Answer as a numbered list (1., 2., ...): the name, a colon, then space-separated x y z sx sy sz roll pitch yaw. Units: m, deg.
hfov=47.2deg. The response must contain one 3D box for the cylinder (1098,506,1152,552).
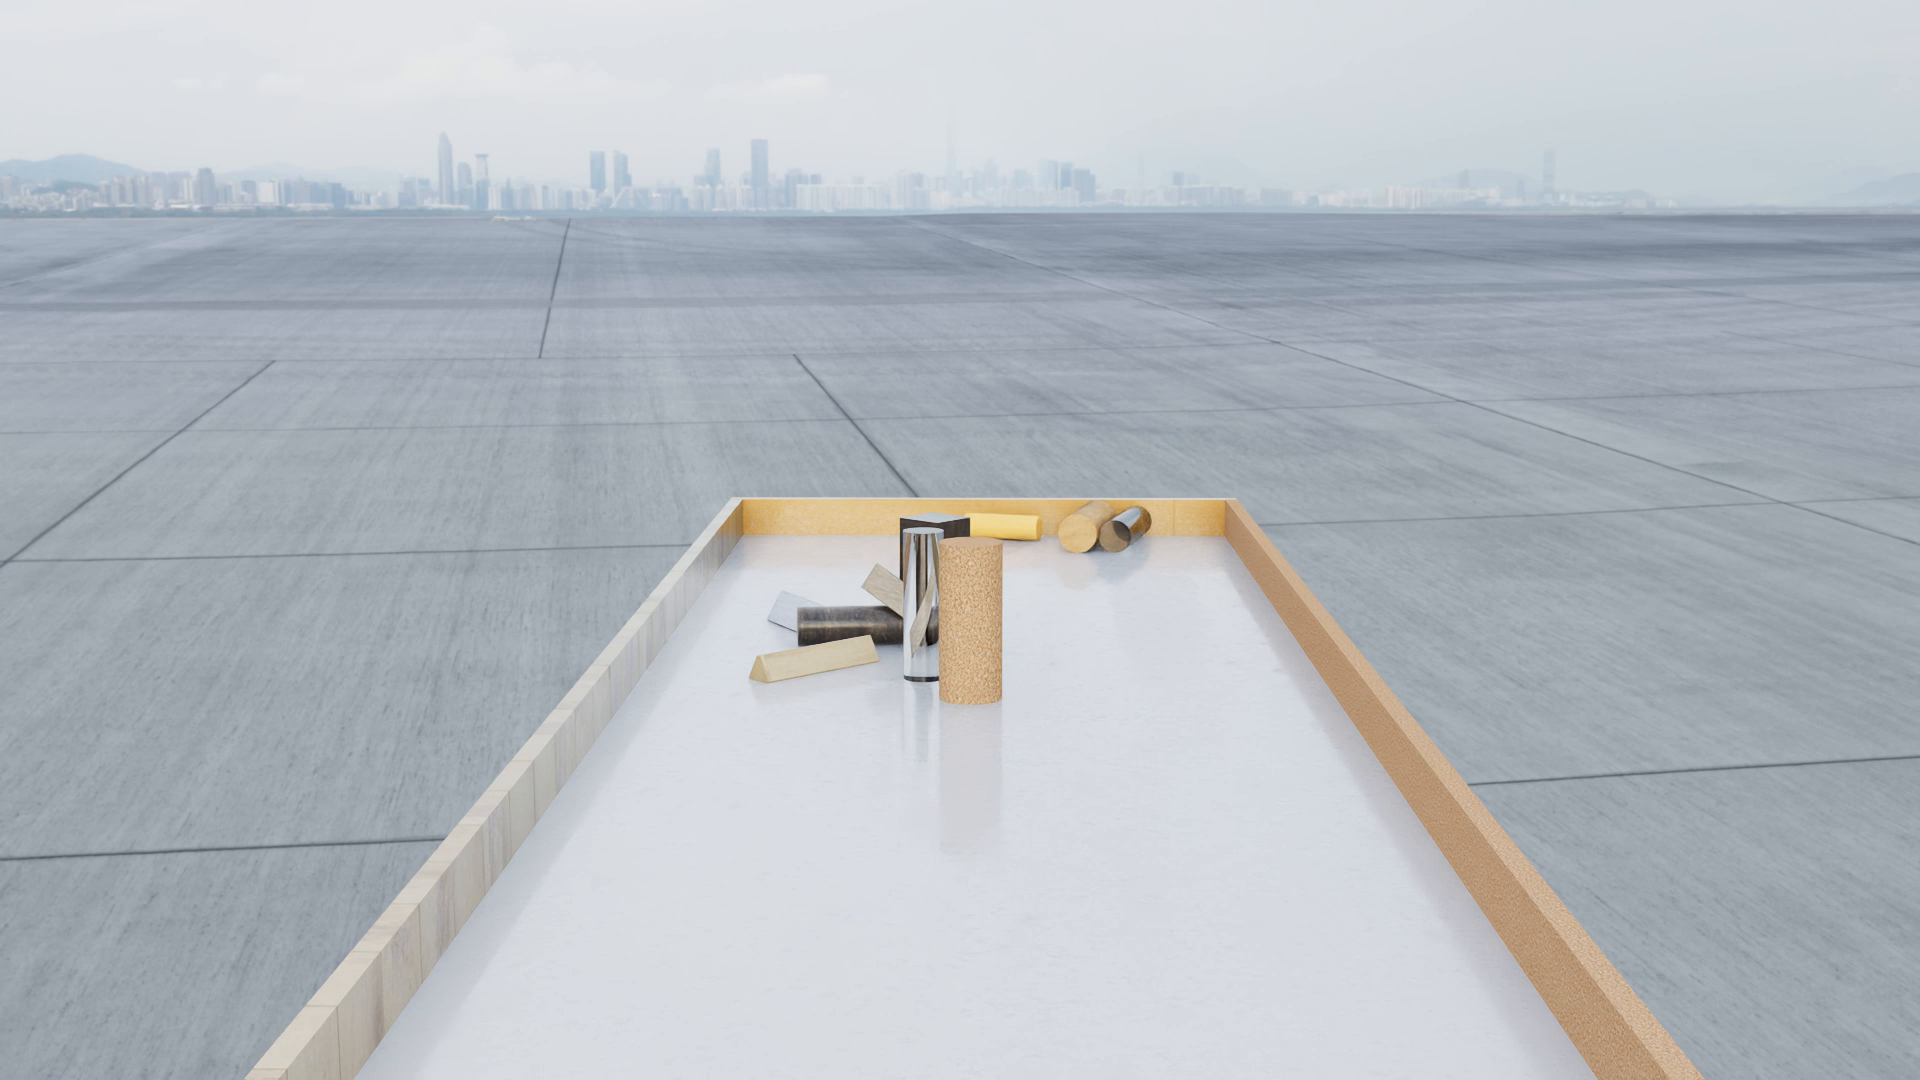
1. cylinder: 0.670 -0.047 8.887 0.130 0.130 0.431 3 9 15

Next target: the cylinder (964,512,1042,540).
1. cylinder: 0.176 -0.055 9.030 0.312 0.101 0.101 3 9 18

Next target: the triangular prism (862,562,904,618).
1. triangular prism: -0.120 0.211 6.854 0.429 0.079 0.091 35 33 30

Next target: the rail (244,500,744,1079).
1. rail: -1.004 0.839 3.234 0.050 0.150 12.000 0 9 1

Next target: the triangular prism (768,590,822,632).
1. triangular prism: -0.516 0.236 7.195 0.111 0.096 0.318 -5 10 -29

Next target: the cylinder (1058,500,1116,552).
1. cylinder: 0.516 -0.057 8.873 0.155 0.155 0.414 2 9 15

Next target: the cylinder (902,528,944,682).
1. cylinder: -0.106 0.189 6.421 0.119 0.438 0.119 0 9 0

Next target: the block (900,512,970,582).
1. block: -0.080 0.120 7.006 0.159 0.388 0.159 8 12 40

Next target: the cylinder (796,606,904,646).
1. cylinder: -0.341 0.268 6.928 0.342 0.122 0.122 -1 9 -6

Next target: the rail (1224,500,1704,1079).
1. rail: 1.046 0.843 3.208 0.050 0.150 12.000 0 9 1

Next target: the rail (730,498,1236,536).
1. rail: 0.099 -0.098 9.147 2.100 0.150 0.050 0 9 1

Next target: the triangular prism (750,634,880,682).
1. triangular prism: -0.432 0.349 6.553 0.434 0.075 0.087 -8 12 -43

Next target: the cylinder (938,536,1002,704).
1. cylinder: 0.030 0.225 6.169 0.179 0.445 0.179 0 9 0
